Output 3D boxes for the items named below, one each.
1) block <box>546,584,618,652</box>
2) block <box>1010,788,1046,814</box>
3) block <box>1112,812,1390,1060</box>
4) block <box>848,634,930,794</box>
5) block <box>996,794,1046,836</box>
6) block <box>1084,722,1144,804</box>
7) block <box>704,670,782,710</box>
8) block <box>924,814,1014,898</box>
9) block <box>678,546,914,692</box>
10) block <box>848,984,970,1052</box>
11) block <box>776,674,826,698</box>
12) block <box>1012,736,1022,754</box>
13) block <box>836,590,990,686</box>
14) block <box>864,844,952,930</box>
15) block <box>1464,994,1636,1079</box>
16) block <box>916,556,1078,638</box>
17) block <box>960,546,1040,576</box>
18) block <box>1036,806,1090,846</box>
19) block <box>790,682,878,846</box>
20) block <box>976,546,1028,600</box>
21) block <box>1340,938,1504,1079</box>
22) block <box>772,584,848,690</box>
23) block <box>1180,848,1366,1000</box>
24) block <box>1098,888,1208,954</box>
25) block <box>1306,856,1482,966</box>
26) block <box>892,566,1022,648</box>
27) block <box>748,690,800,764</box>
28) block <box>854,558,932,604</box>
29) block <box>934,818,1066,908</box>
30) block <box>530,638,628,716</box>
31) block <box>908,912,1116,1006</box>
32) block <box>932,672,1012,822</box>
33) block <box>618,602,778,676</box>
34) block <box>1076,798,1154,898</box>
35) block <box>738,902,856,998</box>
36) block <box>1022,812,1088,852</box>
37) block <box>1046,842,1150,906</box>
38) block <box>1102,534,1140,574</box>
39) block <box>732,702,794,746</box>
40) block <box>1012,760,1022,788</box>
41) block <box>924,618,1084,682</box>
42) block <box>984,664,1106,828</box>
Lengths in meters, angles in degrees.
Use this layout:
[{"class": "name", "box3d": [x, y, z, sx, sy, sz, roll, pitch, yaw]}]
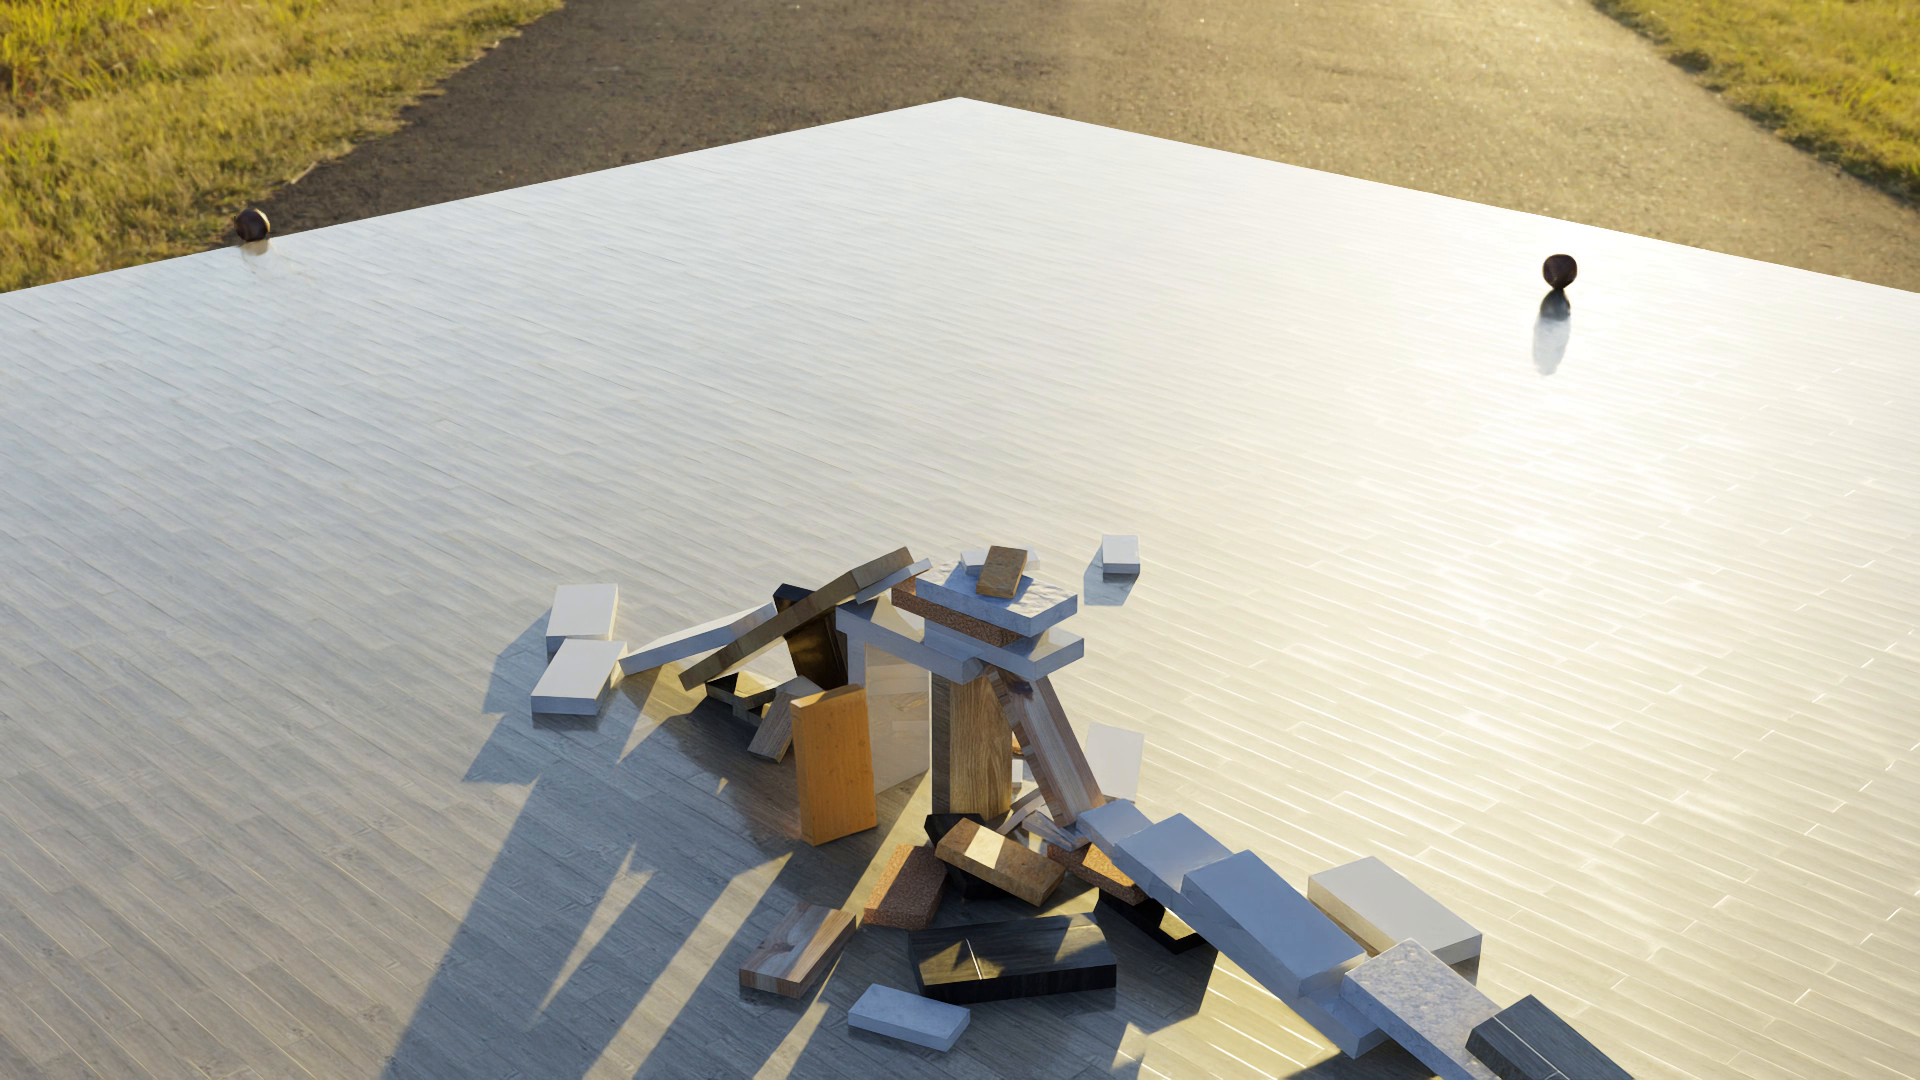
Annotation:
[{"class": "block", "box3d": [-0.904, 0.184, 5.274, 0.145, 0.041, 0.291, -2, 23, -4]}, {"class": "block", "box3d": [0.179, 0.520, 4.434, 0.144, 0.020, 0.072, -32, 31, -10]}, {"class": "block", "box3d": [0.540, 0.694, 3.924, 0.172, 0.049, 0.601, -18, 40, -37]}, {"class": "block", "box3d": [-0.145, 0.334, 4.517, 0.050, 0.356, 0.178, 21, 31, 41]}, {"class": "block", "box3d": [0.115, 0.549, 4.327, 0.064, 0.129, 0.018, -26, 75, -46]}, {"class": "block", "box3d": [0.314, 0.473, 4.577, 0.119, 0.034, 0.294, 13, 24, 3]}, {"class": "block", "box3d": [-0.476, 0.332, 4.872, 0.102, 0.029, 0.204, -17, 14, -28]}, {"class": "block", "box3d": [0.023, 0.605, 4.227, 0.112, 0.032, 0.225, 2, 28, -25]}, {"class": "block", "box3d": [-0.361, 0.176, 4.656, 0.147, 0.042, 0.794, -24, -4, -37]}, {"class": "block", "box3d": [-0.088, 0.822, 3.789, 0.188, 0.027, 0.094, 10, 25, 23]}, {"class": "block", "box3d": [-0.255, 0.388, 4.706, 0.324, 0.021, 0.075, 32, 38, 31]}, {"class": "block", "box3d": [0.151, 0.444, 4.697, 0.094, 0.013, 0.047, 12, 26, 27]}, {"class": "block", "box3d": [-0.060, 0.180, 4.358, 0.356, 0.050, 0.178, 21, 31, 40]}, {"class": "block", "box3d": [-0.091, 0.657, 4.170, 0.119, 0.034, 0.238, 6, 24, 13]}, {"class": "block", "box3d": [0.987, 0.875, 3.549, 0.155, 0.044, 0.310, -18, 43, -36]}, {"class": "block", "box3d": [0.069, 0.105, 4.213, 0.285, 0.040, 0.143, 19, 29, 37]}, {"class": "block", "box3d": [0.078, 0.040, 4.287, 0.144, 0.020, 0.072, -4, 24, -9]}, {"class": "block", "box3d": [0.211, 0.545, 4.241, 0.064, 0.018, 0.129, -15, 30, -34]}, {"class": "block", "box3d": [-0.248, 0.443, 4.337, 0.147, 0.294, 0.042, -14, 20, -30]}, {"class": "block", "box3d": [0.081, 0.061, 4.206, 0.072, 0.020, 0.144, 8, 33, 9]}, {"class": "block", "box3d": [0.825, 0.816, 3.692, 0.172, 0.049, 0.344, -18, 40, -36]}, {"class": "block", "box3d": [-0.309, 0.232, 4.840, 0.147, 0.294, 0.042, 13, 46, 28]}, {"class": "block", "box3d": [0.549, 0.672, 3.872, 0.155, 0.044, 0.310, -15, 37, -33]}, {"class": "block", "box3d": [0.374, 0.688, 4.097, 0.115, 0.033, 0.229, -15, 27, -31]}, {"class": "block", "box3d": [0.801, 0.693, 4.072, 0.155, 0.044, 0.310, -12, 26, -27]}, {"class": "block", "box3d": [0.018, 0.126, 4.267, 0.285, 0.040, 0.143, 20, 30, 38]}, {"class": "block", "box3d": [-0.386, 0.398, 4.687, 0.075, 0.021, 0.150, 13, 62, 28]}, {"class": "block", "box3d": [-0.133, 0.082, 4.378, 0.150, 0.021, 0.075, -28, -4, 34]}, {"class": "block", "box3d": [0.077, 0.610, 4.173, 0.225, 0.032, 0.113, 24, 27, 18]}, {"class": "block", "box3d": [-0.860, 0.308, 4.982, 0.145, 0.041, 0.291, 2, 23, 5]}, {"class": "block", "box3d": [0.091, 0.749, 3.932, 0.344, 0.049, 0.172, -4, 23, -10]}, {"class": "block", "box3d": [0.025, 0.400, 4.362, 0.050, 0.356, 0.178, 21, 31, 40]}, {"class": "block", "box3d": [-0.591, 0.224, 4.951, 0.390, 0.041, 0.145, -18, 7, 41]}, {"class": "block", "box3d": [0.335, 0.579, 4.148, 0.115, 0.033, 0.229, -15, 38, -33]}, {"class": "block", "box3d": [-0.291, 0.739, 3.976, 0.119, 0.034, 0.238, 9, 25, 20]}, {"class": "block", "box3d": [0.189, 0.561, 4.254, 0.129, 0.018, 0.064, 22, 31, 40]}, {"class": "block", "box3d": [0.286, 0.617, 4.182, 0.115, 0.033, 0.230, -19, 28, -38]}, {"class": "block", "box3d": [0.413, 0.035, 5.645, 0.094, 0.027, 0.188, 1, 23, 2]}, {"class": "block", "box3d": [-0.393, 0.386, 4.814, 0.204, 0.029, 0.102, 21, 31, 41]}, {"class": "block", "box3d": [0.106, 0.488, 4.593, 0.047, 0.013, 0.094, 1, 23, 2]}, {"class": "block", "box3d": [0.084, 0.186, 4.229, 0.285, 0.040, 0.143, 20, 31, 39]}, {"class": "block", "box3d": [0.165, 0.378, 4.238, 0.112, 0.340, 0.032, -21, -5, -41]}]
